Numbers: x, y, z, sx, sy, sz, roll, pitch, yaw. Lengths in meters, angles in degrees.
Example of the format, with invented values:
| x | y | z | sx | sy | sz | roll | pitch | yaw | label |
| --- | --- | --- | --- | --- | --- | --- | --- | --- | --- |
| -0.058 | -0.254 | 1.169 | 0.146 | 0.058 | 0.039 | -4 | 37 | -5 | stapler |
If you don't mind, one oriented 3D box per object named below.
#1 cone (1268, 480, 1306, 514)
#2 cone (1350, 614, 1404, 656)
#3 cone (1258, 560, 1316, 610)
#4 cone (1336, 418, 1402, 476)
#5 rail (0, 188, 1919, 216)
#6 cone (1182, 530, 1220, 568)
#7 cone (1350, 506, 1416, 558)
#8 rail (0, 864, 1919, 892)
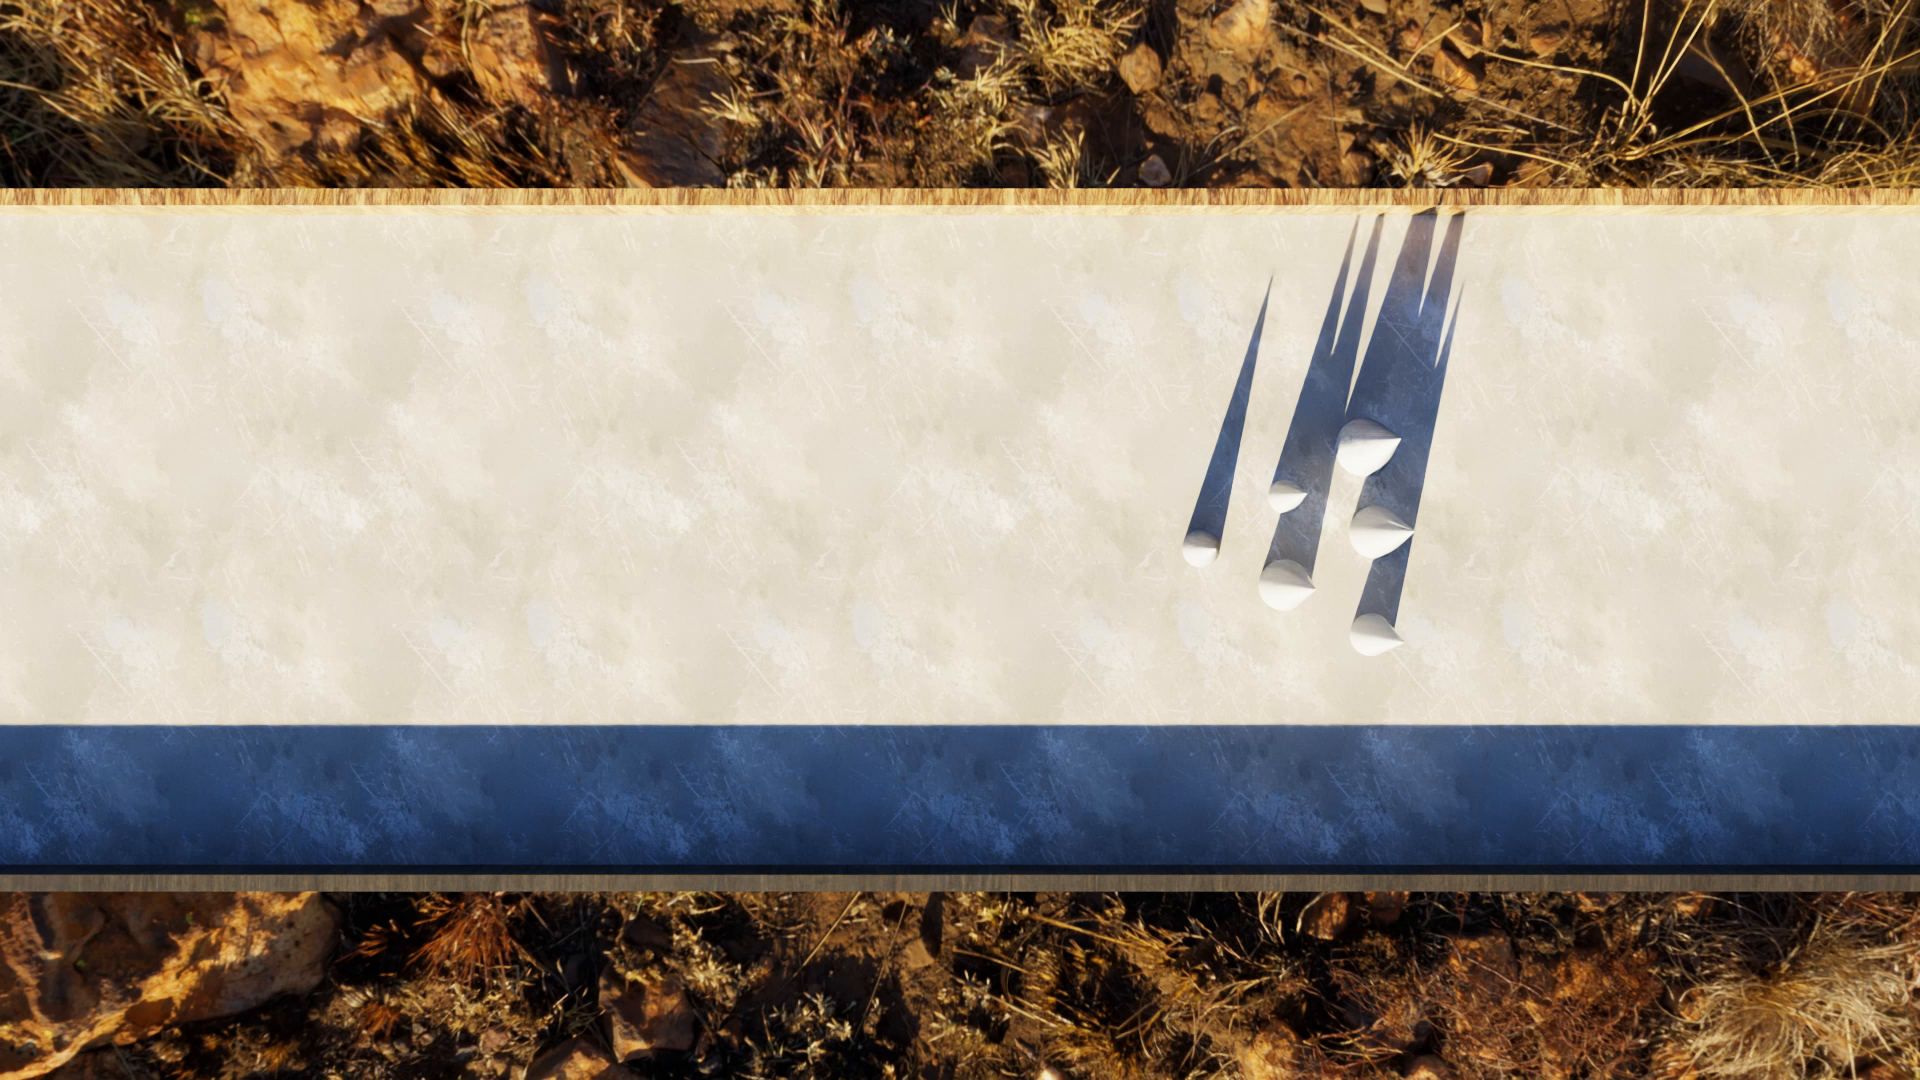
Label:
| x | y | z | sx | sy | sz | roll | pitch | yaw | label |
| --- | --- | --- | --- | --- | --- | --- | --- | --- | --- |
| 1.001 | -0.134 | 4.914 | 0.106 | 0.324 | 0.106 | 0 | 90 | 0 | cone |
| 1.266 | 0.291 | 4.885 | 0.133 | 0.384 | 0.133 | 0 | 90 | 0 | cone |
| 0.999 | 0.138 | 4.848 | 0.159 | 0.457 | 0.159 | 0 | 90 | 0 | cone |
| 1.245 | -0.286 | 4.864 | 0.179 | 0.425 | 0.179 | 0 | 90 | 0 | cone |
| -2.247 | -1.025 | 5.002 | 12.000 | 0.150 | 0.050 | 0 | 90 | 0 | rail |
| 0.742 | 0.026 | 4.926 | 0.117 | 0.300 | 0.117 | 0 | 90 | 0 | cone |
| 1.279 | -0.025 | 4.854 | 0.164 | 0.444 | 0.164 | 0 | 90 | 0 | cone |
| -2.247 | 1.025 | 5.001 | 12.000 | 0.150 | 0.050 | 0 | 90 | 0 | rail |
